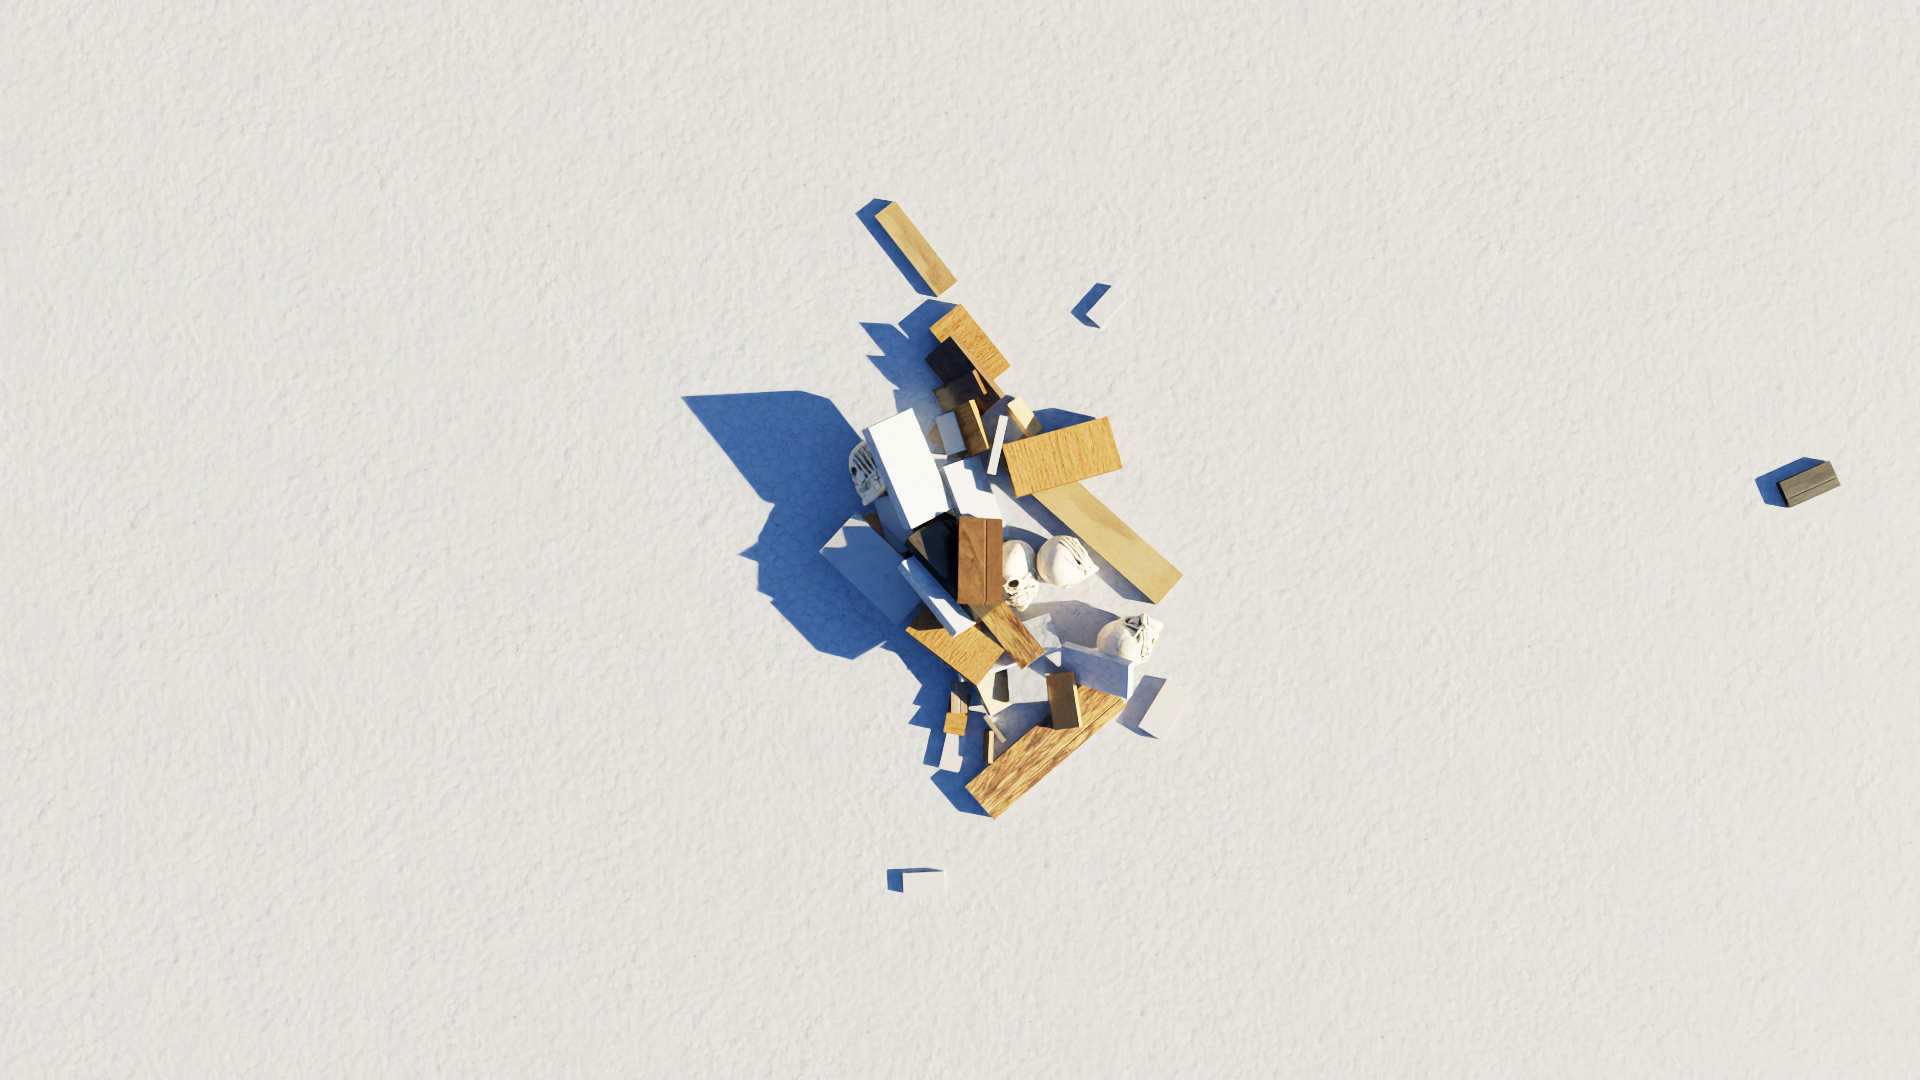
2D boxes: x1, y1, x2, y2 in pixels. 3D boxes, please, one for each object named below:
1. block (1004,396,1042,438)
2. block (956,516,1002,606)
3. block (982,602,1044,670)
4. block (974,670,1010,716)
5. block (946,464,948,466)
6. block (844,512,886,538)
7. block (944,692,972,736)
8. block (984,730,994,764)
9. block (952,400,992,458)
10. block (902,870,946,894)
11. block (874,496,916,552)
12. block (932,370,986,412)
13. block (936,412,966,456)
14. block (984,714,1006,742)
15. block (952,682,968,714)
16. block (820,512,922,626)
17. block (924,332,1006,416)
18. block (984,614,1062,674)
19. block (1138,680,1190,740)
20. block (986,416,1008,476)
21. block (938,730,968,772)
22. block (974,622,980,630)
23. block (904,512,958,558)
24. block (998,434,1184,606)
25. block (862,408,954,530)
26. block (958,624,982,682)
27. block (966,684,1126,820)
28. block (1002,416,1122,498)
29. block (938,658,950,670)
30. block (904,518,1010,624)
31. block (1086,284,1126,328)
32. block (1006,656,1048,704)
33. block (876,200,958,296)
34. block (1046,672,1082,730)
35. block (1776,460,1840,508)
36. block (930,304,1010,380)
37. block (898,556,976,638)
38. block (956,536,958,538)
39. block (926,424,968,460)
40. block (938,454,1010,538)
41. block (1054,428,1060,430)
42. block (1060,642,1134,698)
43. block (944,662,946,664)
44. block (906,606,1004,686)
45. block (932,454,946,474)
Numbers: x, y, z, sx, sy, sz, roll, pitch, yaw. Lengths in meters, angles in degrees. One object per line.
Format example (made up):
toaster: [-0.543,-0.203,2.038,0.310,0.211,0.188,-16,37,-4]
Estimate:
block: [0.213,-0.406,5.472,0.067,0.019,0.133,-37,90,-38]
block: [0.064,0.067,5.328,0.143,0.040,0.285,3,68,-6]
block: [0.135,0.266,5.401,0.097,0.027,0.335,-37,78,-8]
block: [0.097,0.470,5.457,0.099,0.028,0.199,-28,97,-21]
block: [-0.142,-0.167,5.483,0.123,0.035,0.246,33,90,0]
block: [-0.296,0.039,5.483,0.123,0.035,0.246,-14,90,0]
block: [-0.009,0.577,5.479,0.069,0.020,0.138,11,81,0]
block: [0.094,0.684,5.473,0.015,0.053,0.105,2,90,-19]
block: [0.040,-0.368,5.445,0.085,0.024,0.169,-24,85,42]
block: [-0.120,1.139,5.490,0.138,0.020,0.069,-3,90,0]
block: [-0.209,-0.056,5.444,0.097,0.027,0.193,-16,97,19]
block: [-0.002,-0.490,5.439,0.169,0.024,0.085,-22,99,32]
block: [-0.030,-0.352,5.461,0.067,0.019,0.133,-18,90,16]
block: [0.114,0.624,5.474,0.015,0.053,0.105,-37,90,0]
block: [-0.003,0.521,5.471,0.053,0.015,0.105,0,81,-2]
block: [-0.273,0.094,5.432,0.354,0.050,0.177,43,96,4]
block: [0.016,-0.538,5.448,0.133,0.038,0.265,-39,90,34]
block: [0.194,0.341,5.424,0.250,0.035,0.125,-18,67,-3]
block: [0.679,0.564,5.487,0.091,0.026,0.183,32,90,0]
block: [0.120,-0.312,5.451,0.027,0.097,0.193,12,90,-4]
block: [-0.021,0.699,5.490,0.069,0.020,0.138,13,90,0]
block: [0.022,0.226,5.445,0.099,0.028,0.199,7,66,-2]
block: [-0.096,0.021,5.469,0.123,0.035,0.246,25,90,13]
block: [0.432,-0.069,5.481,0.708,0.038,0.133,42,90,0]
block: [-0.170,-0.230,5.371,0.177,0.050,0.354,-27,99,-31]
block: [0.032,0.362,5.468,0.099,0.028,0.199,-9,90,-22]
block: [0.285,0.682,5.479,0.581,0.042,0.147,-41,90,0]
block: [0.335,-0.273,5.440,0.365,0.050,0.177,-16,86,-6]
block: [-0.051,0.381,5.493,0.046,0.013,0.092,-8,90,0]
block: [-0.011,0.098,5.367,0.354,0.040,0.143,47,55,9]
block: [0.488,-0.777,5.491,0.067,0.019,0.133,42,90,0]
block: [0.217,0.412,5.460,0.125,0.035,0.250,-4,80,0]
block: [-0.145,-0.968,5.488,0.085,0.024,0.340,-38,90,0]
block: [0.342,0.529,5.430,0.091,0.026,0.183,-10,86,24]
block: [2.822,-0.186,5.487,0.183,0.026,0.091,-24,90,0]
block: [0.034,-0.640,5.481,0.133,0.038,0.266,-39,90,0]
block: [-0.054,0.163,5.362,0.147,0.042,0.293,-30,75,-34]
block: [0.021,-0.008,5.473,0.061,0.017,0.122,-19,77,10]
block: [-0.035,-0.329,5.490,0.142,0.020,0.071,34,90,0]
block: [0.045,-0.124,5.447,0.143,0.040,0.285,-21,90,-30]
block: [0.376,-0.320,5.490,0.142,0.020,0.071,16,90,0]
block: [0.447,0.425,5.397,0.250,0.035,0.125,15,120,30]
block: [-0.029,0.369,5.480,0.046,0.013,0.092,5,85,-26]
block: [-0.017,0.329,5.365,0.293,0.042,0.147,38,79,5]
block: [-0.117,-0.250,5.455,0.142,0.020,0.071,4,90,0]
